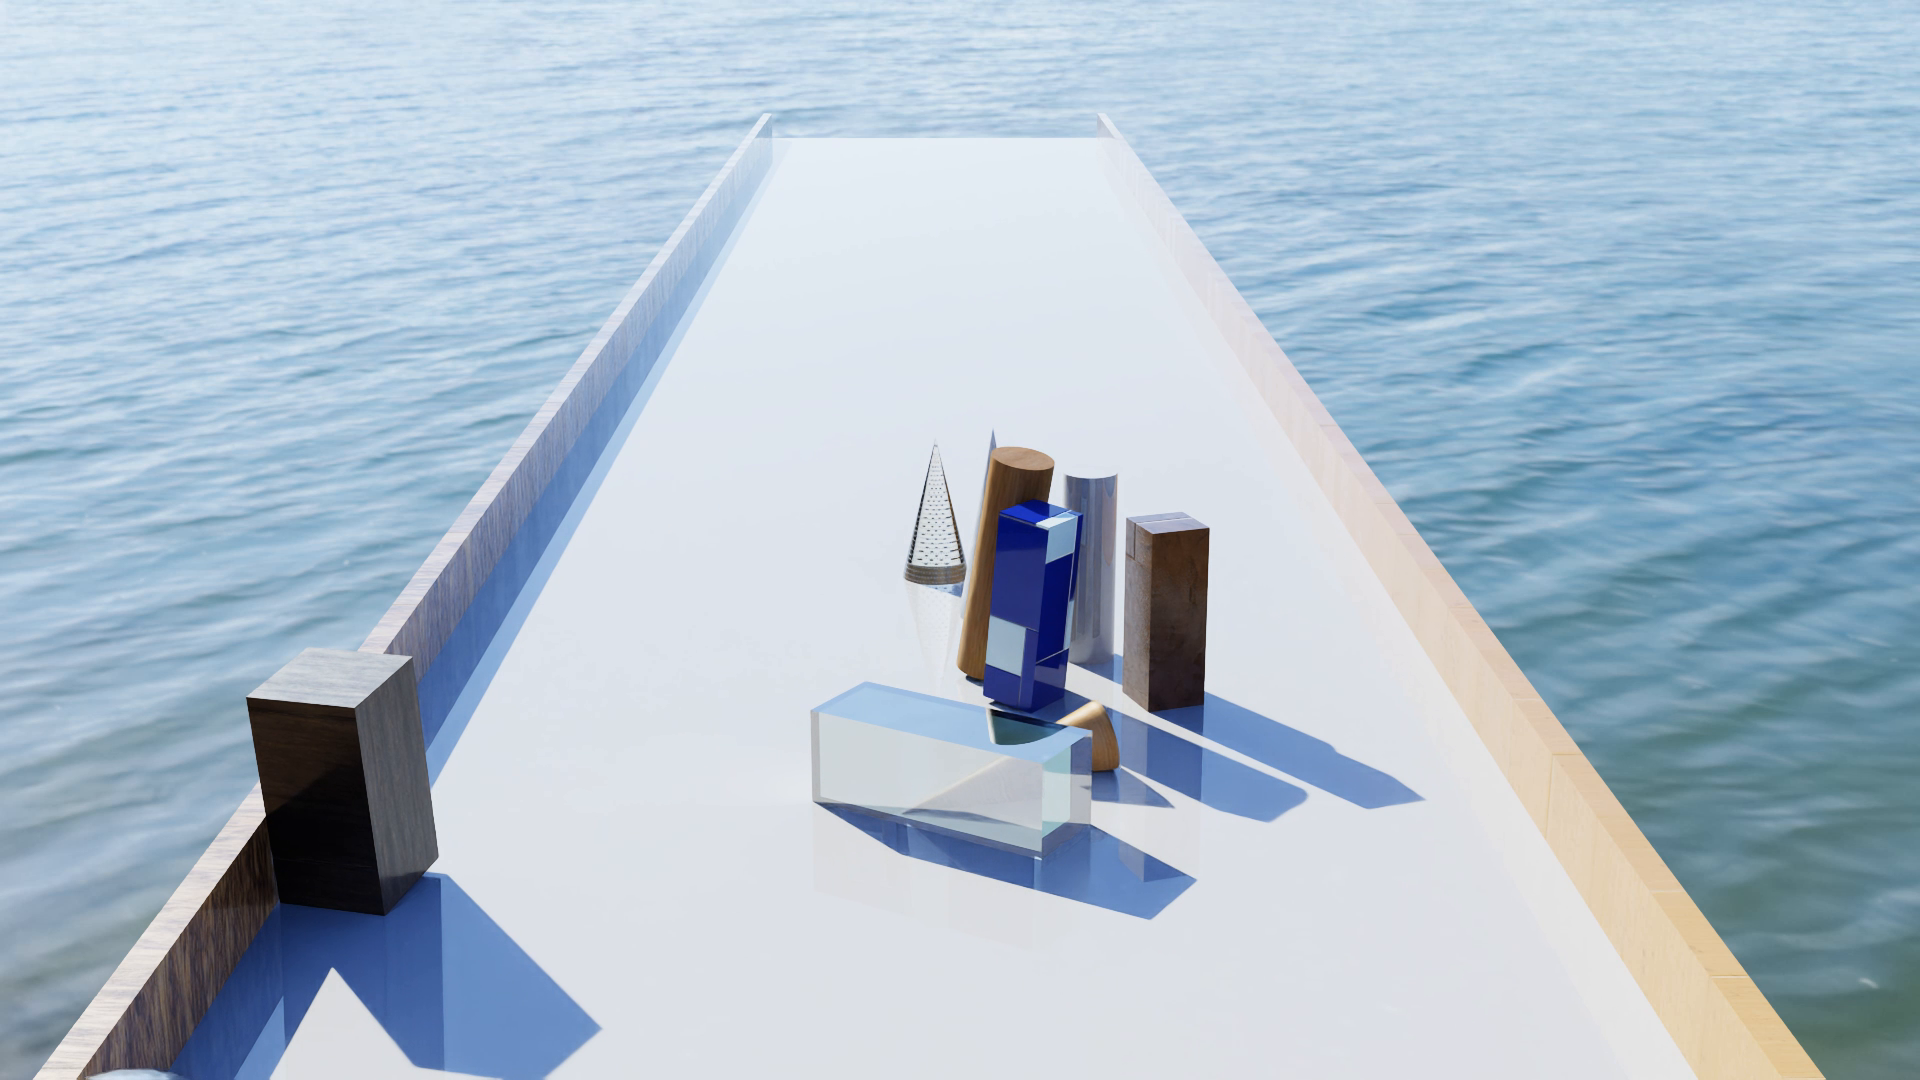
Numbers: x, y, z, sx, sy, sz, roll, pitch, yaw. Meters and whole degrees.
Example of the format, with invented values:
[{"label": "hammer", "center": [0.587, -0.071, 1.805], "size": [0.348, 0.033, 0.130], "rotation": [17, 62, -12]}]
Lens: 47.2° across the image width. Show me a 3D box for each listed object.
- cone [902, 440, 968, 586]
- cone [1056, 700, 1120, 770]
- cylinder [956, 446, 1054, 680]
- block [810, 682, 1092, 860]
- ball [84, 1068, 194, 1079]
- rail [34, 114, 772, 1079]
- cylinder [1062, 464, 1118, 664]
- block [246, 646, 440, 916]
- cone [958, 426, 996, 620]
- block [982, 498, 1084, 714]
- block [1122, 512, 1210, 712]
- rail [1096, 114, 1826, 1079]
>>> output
[{"label": "cone", "center": [-0.054, -0.074, 4.916], "size": [0.152, 0.320, 0.152], "rotation": [0, 17, 0]}, {"label": "cone", "center": [0.114, 0.383, 3.828], "size": [0.302, 0.127, 0.127], "rotation": [-17, 20, -13]}, {"label": "cylinder", "center": [0.087, 0.048, 4.262], "size": [0.123, 0.444, 0.123], "rotation": [8, 22, -3]}, {"label": "block", "center": [-0.017, 0.378, 3.666], "size": [0.448, 0.165, 0.165], "rotation": [10, 19, 30]}, {"label": "ball", "center": [-0.876, 0.710, 2.314], "size": [0.299, 0.299, 0.299], "rotation": [0, 17, 0]}, {"label": "rail", "center": [-1.118, -0.838, 7.780], "size": [0.050, 0.150, 12.000], "rotation": [0, 17, -1]}, {"label": "cylinder", "center": [0.257, 0.049, 4.387], "size": [0.110, 0.385, 0.110], "rotation": [0, 17, 0]}, {"label": "block", "center": [-0.936, 0.366, 3.353], "size": [0.177, 0.351, 0.177], "rotation": [4, 23, 14]}, {"label": "cone", "center": [0.069, -0.040, 4.635], "size": [0.143, 0.413, 0.143], "rotation": [0, 17, 0]}, {"label": "block", "center": [0.136, 0.124, 4.139], "size": [0.112, 0.373, 0.112], "rotation": [18, 24, 33]}, {"label": "block", "center": [0.388, 0.135, 4.159], "size": [0.117, 0.350, 0.117], "rotation": [-6, 18, -19]}, {"label": "rail", "center": [0.932, -0.844, 7.801], "size": [0.050, 0.150, 12.000], "rotation": [0, 17, -1]}]
